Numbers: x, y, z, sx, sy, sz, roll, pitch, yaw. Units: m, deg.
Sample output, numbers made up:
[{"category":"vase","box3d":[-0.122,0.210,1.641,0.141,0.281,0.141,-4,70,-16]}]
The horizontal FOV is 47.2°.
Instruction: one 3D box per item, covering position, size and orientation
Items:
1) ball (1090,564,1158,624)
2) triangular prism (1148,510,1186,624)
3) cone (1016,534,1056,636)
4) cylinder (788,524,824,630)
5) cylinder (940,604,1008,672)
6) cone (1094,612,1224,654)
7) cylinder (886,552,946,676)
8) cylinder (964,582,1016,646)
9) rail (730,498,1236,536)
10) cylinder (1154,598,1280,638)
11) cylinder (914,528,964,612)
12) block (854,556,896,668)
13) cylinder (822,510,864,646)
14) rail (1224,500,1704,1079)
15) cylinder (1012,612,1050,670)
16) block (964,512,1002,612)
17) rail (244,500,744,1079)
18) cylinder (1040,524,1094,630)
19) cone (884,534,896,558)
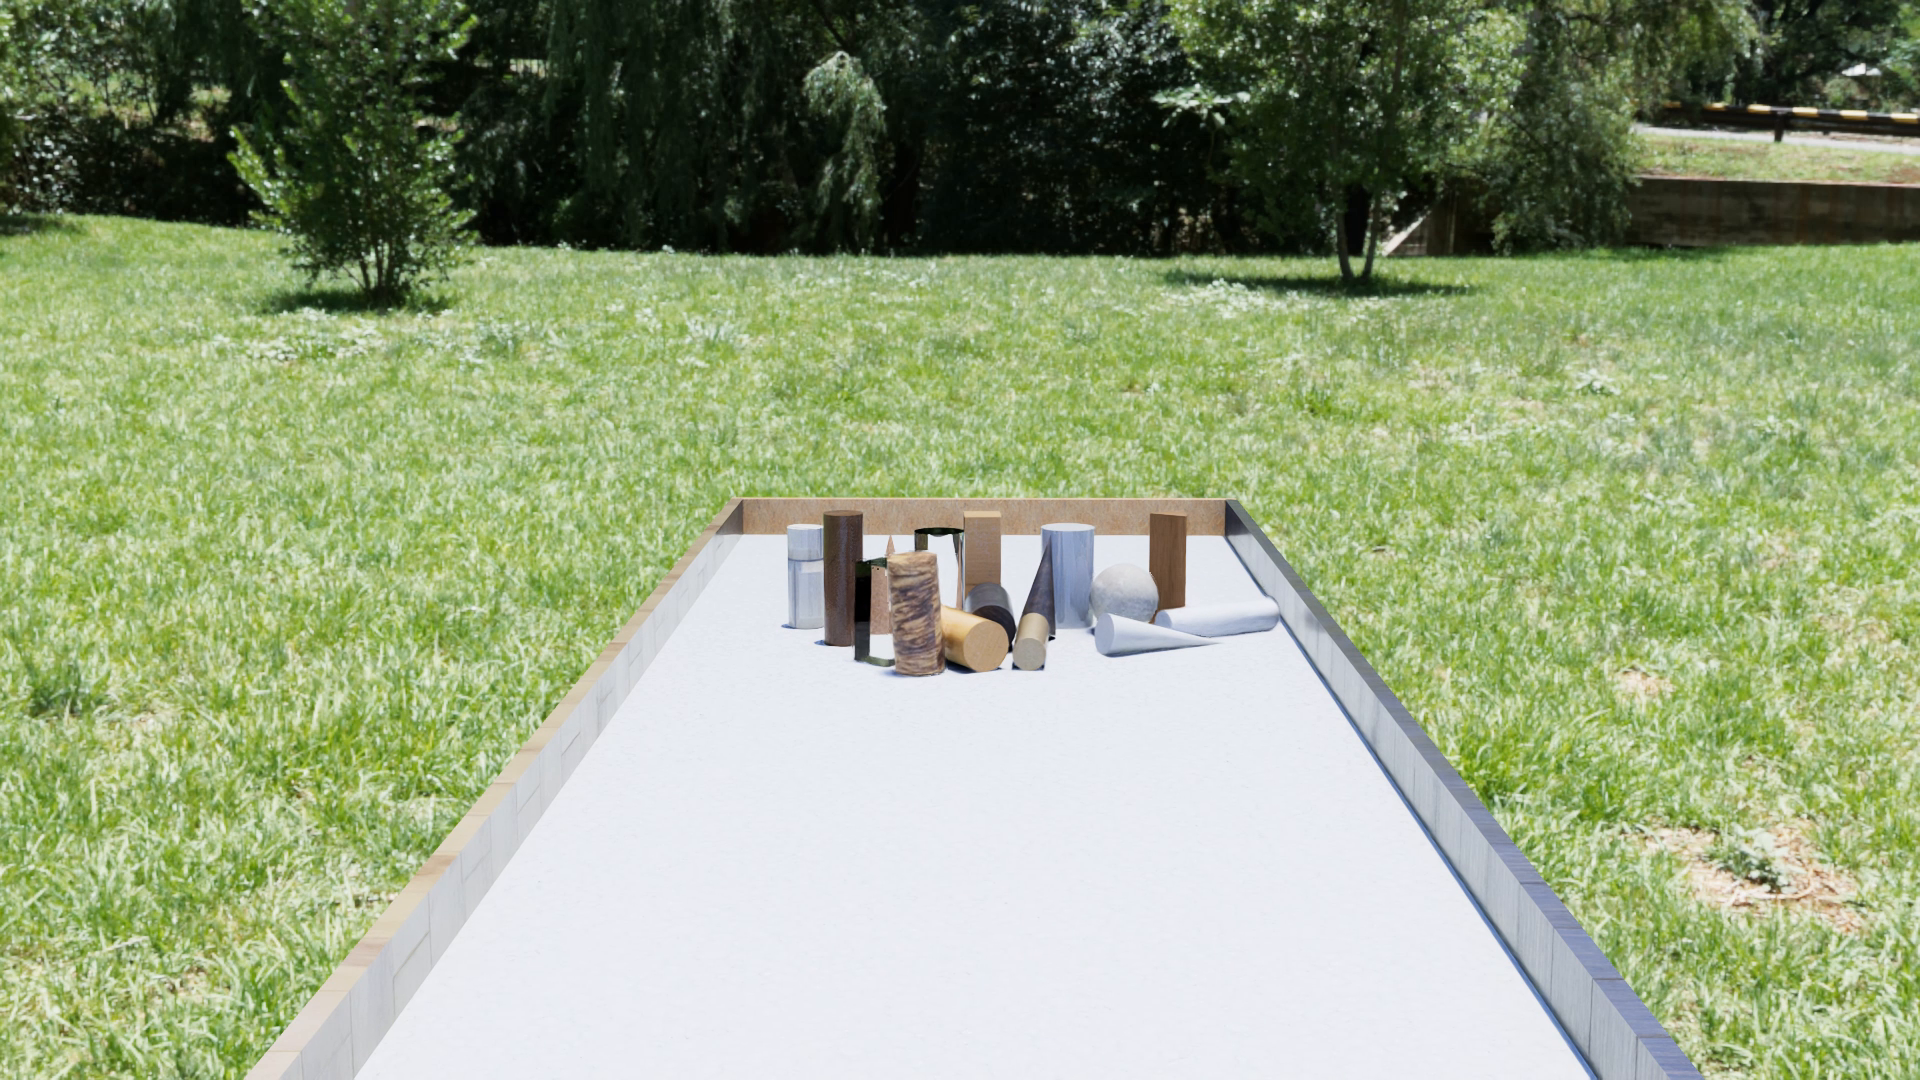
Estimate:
[{"category":"ball","box3d":[0.530,0.188,7.116,0.222,0.222,0.222,0,9,0]},{"category":"triangular prism","box3d":[0.706,0.094,7.221,0.133,0.374,0.115,6,11,32]},{"category":"cone","box3d":[0.267,0.137,7.037,0.130,0.323,0.130,9,-4,1]},{"category":"cylinder","box3d":[-0.504,0.120,7.199,0.121,0.330,0.121,0,9,0]},{"category":"cylinder","box3d":[-0.012,0.291,6.680,0.155,0.155,0.368,-5,10,-29]},{"category":"cone","box3d":[0.641,0.308,6.862,0.433,0.130,0.130,5,6,-24]},{"category":"cylinder","box3d":[-0.129,0.218,6.502,0.149,0.341,0.149,-4,14,1]},{"category":"cylinder","box3d":[0.095,0.245,6.976,0.153,0.153,0.398,0,9,-1]},{"category":"rail","box3d":[0.099,-0.098,9.147,2.100,0.150,0.050,0,9,1]},{"category":"cylinder","box3d":[0.828,0.256,7.074,0.418,0.100,0.100,-5,10,-29]},{"category":"cylinder","box3d":[-0.066,0.148,6.936,0.158,0.357,0.158,0,9,0]},{"category":"block","box3d":[-0.222,0.216,6.668,0.137,0.302,0.137,9,13,37]},{"category":"cylinder","box3d":[-0.366,0.120,6.923,0.127,0.416,0.127,0,9,0]},{"category":"rail","box3d":[1.046,0.843,3.208,0.050,0.150,12.000,0,9,1]},{"category":"cylinder","box3d":[0.219,0.310,6.735,0.100,0.100,0.394,1,9,4]},{"category":"block","box3d":[0.073,0.096,7.221,0.119,0.368,0.119,0,10,-2]},{"category":"rail","box3d":[-1.004,0.839,3.234,0.050,0.150,12.000,0,9,1]},{"category":"cylinder","box3d":[0.353,0.118,7.228,0.176,0.325,0.176,0,9,0]},{"category":"cone","box3d":[-0.226,0.128,7.180,0.148,0.319,0.148,0,9,0]}]
